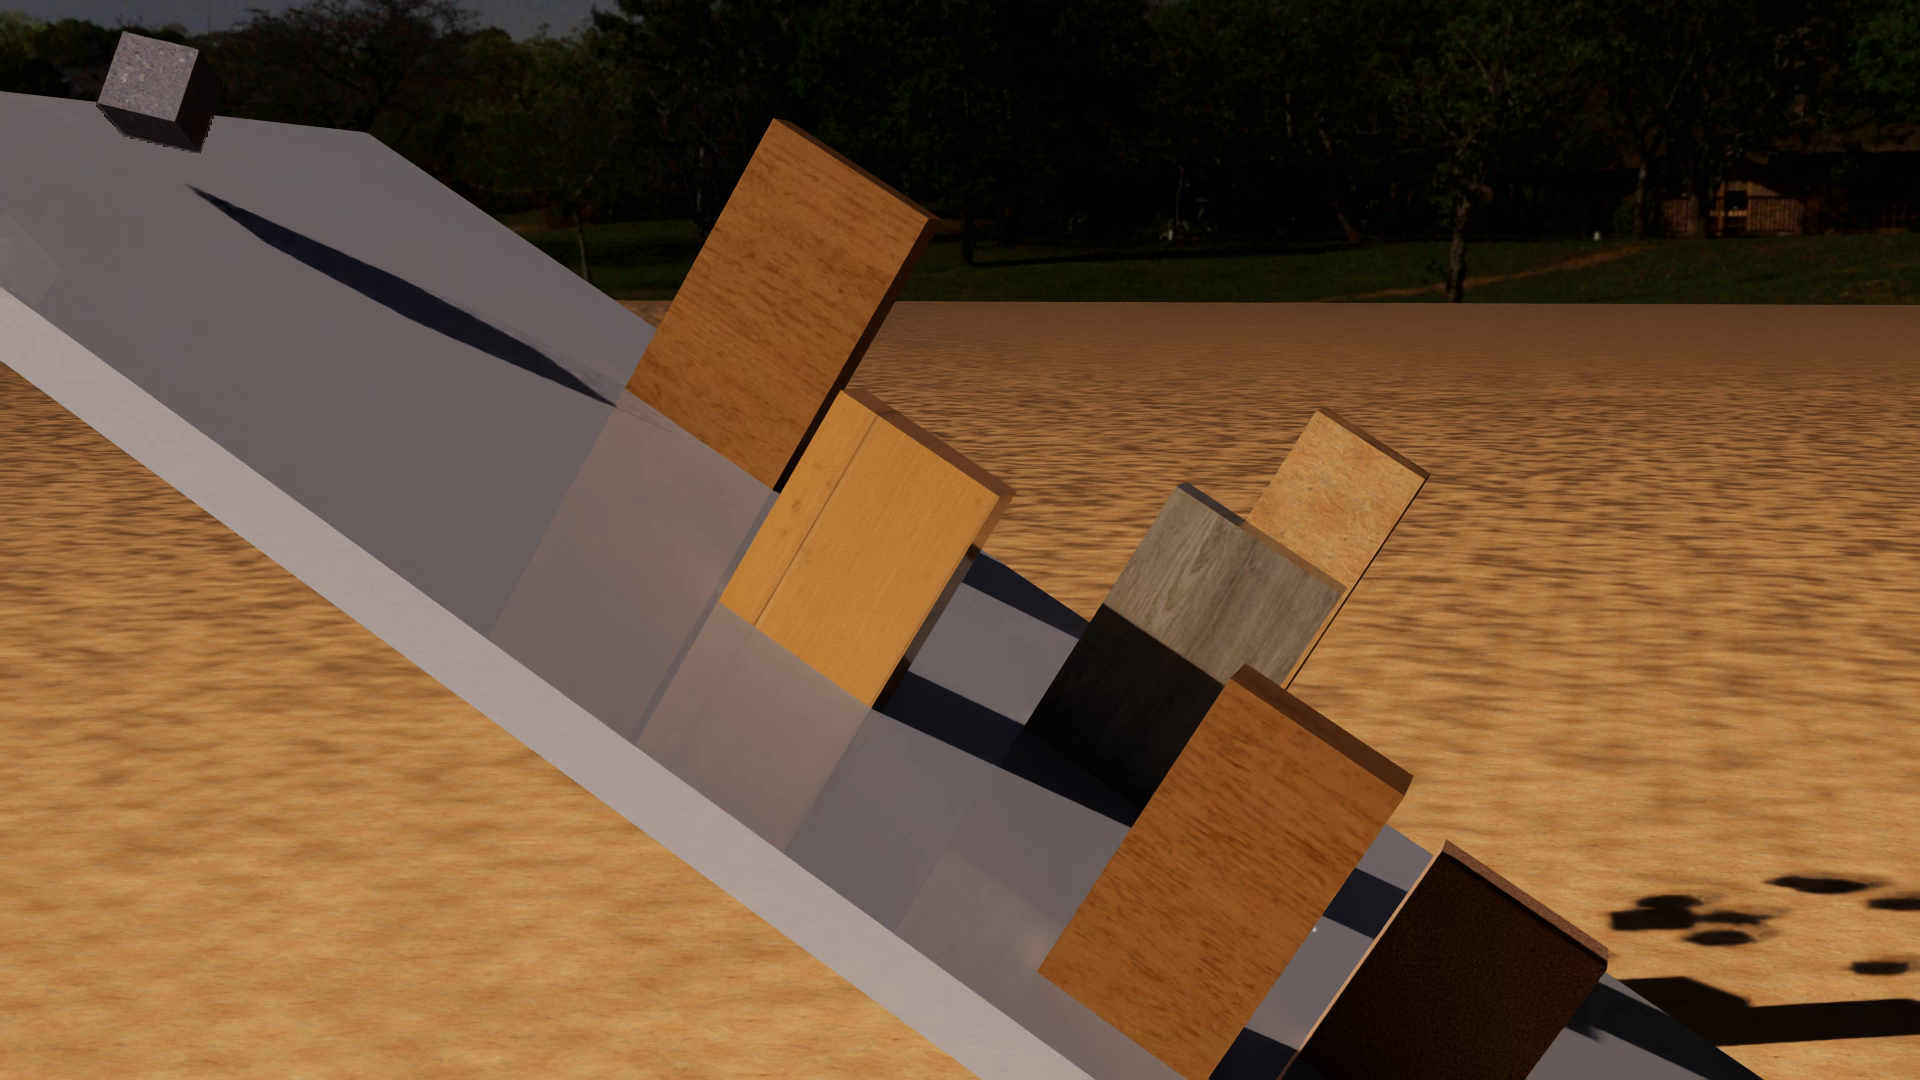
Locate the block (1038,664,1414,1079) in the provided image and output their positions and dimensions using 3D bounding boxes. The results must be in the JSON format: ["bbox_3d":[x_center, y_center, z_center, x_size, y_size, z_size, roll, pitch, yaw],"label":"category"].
[{"bbox_3d":[0.381,0.485,3.184,0.288,0.530,0.127,34,15,11],"label":"block"}]

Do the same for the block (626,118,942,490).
[{"bbox_3d":[-0.375,-0.491,4.606,0.394,0.658,0.093,34,15,11],"label":"block"}]

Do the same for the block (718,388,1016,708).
[{"bbox_3d":[-0.163,0.012,3.824,0.333,0.439,0.107,34,15,11],"label":"block"}]

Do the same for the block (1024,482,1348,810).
[{"bbox_3d":[0.415,0.220,4.082,0.355,0.545,0.094,34,15,11],"label":"block"}]

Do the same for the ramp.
[{"bbox_3d":[-0.154,0.254,4.113,4.000,0.100,2.000,34,15,11],"label":"ramp"}]

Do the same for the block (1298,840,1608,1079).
[{"bbox_3d":[0.767,0.722,3.429,0.294,0.401,0.106,34,15,11],"label":"block"}]

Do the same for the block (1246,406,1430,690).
[{"bbox_3d":[0.703,0.085,4.766,0.267,0.708,0.137,34,15,11],"label":"block"}]

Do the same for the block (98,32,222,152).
[{"bbox_3d":[-1.526,-0.855,4.202,0.150,0.150,0.150,14,-12,1],"label":"block"}]
